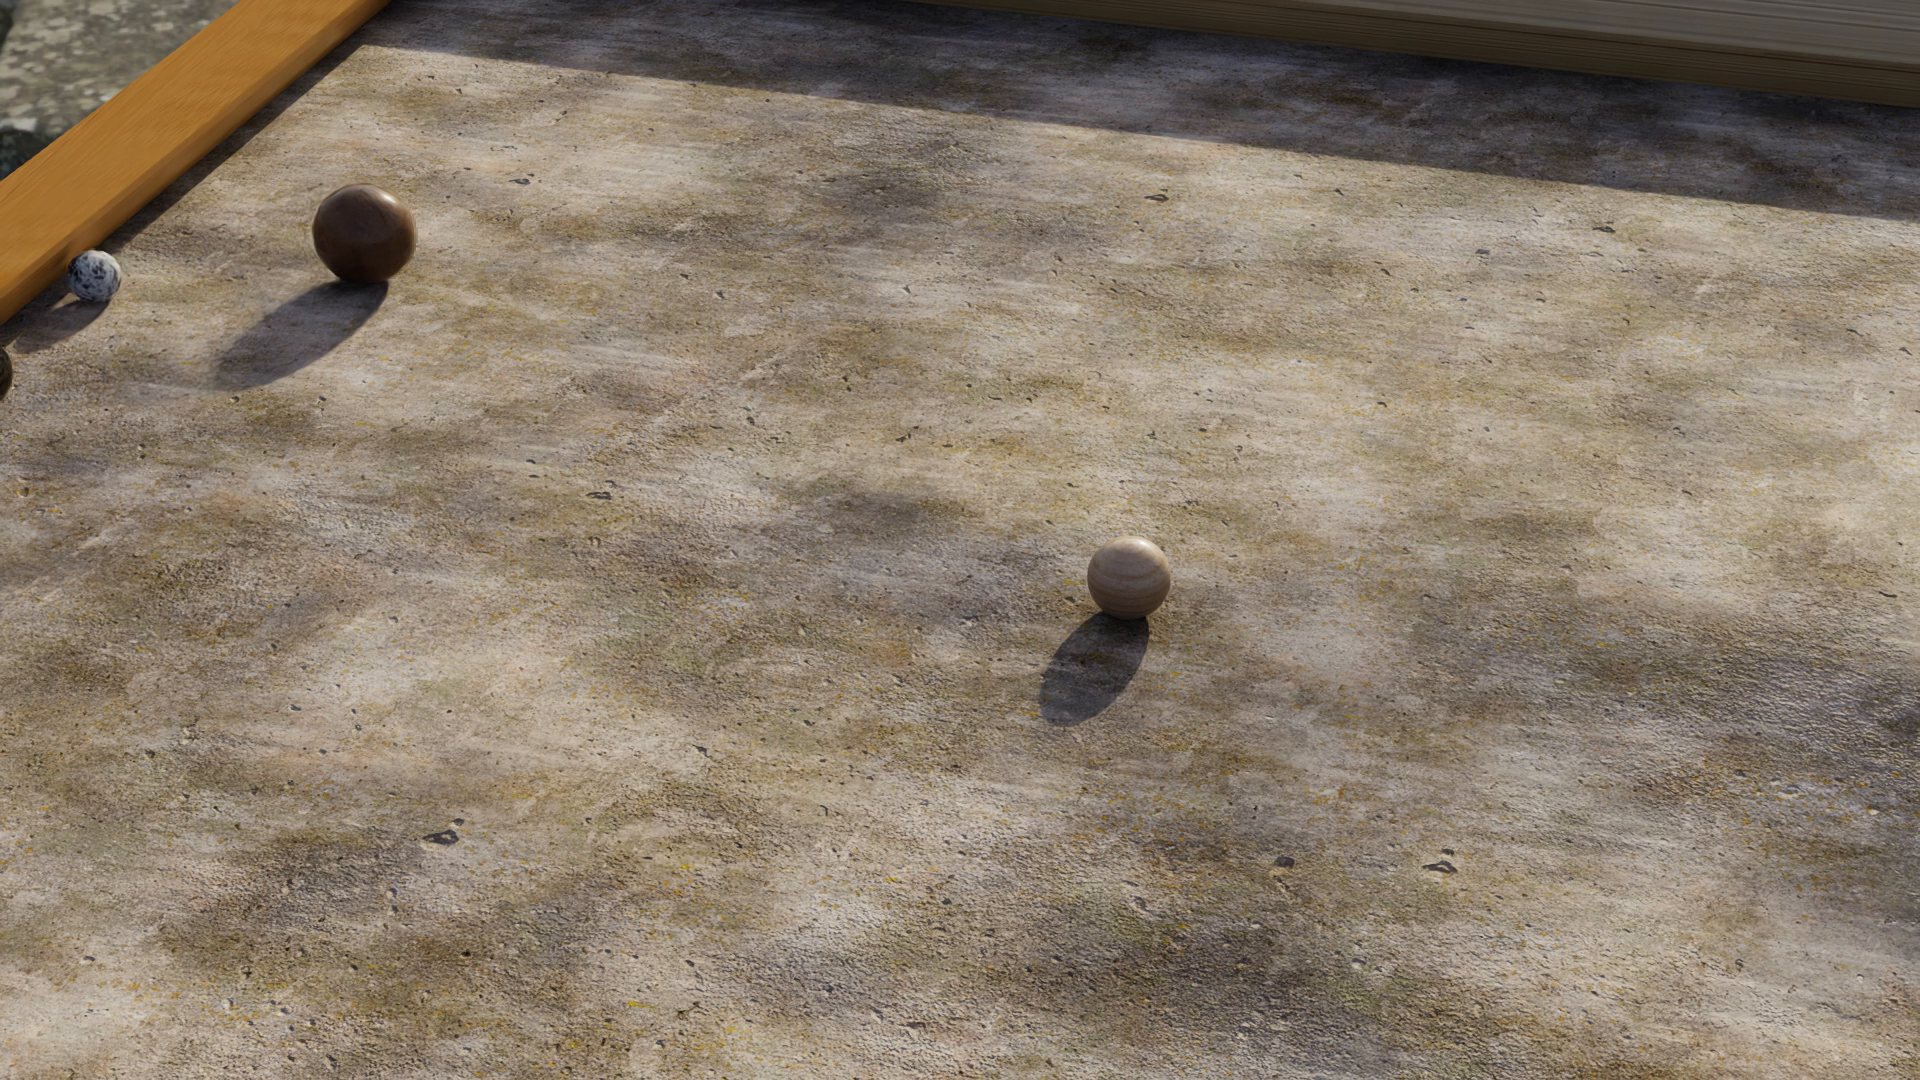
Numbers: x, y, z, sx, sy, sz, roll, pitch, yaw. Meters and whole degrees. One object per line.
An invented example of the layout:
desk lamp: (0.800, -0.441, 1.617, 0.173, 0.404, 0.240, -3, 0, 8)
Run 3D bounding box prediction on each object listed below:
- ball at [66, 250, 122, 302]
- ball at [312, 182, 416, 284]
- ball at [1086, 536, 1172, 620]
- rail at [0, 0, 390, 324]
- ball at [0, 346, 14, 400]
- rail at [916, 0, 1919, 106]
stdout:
ball: (-0.808, -0.246, 2.393, 0.049, 0.049, 0.049, 0, 34, 0)
ball: (-0.561, -0.288, 2.414, 0.095, 0.095, 0.095, 0, 34, 0)
ball: (0.130, 0.029, 1.967, 0.065, 0.065, 0.065, 0, 34, 0)
rail: (-0.903, -0.166, 2.204, 0.045, 0.123, 2.250, 9, 35, 13)
ball: (-0.856, -0.145, 2.227, 0.065, 0.065, 0.065, 0, 34, 0)
rail: (1.219, -0.476, 2.667, 3.842, 0.123, 0.045, 9, 35, 13)
